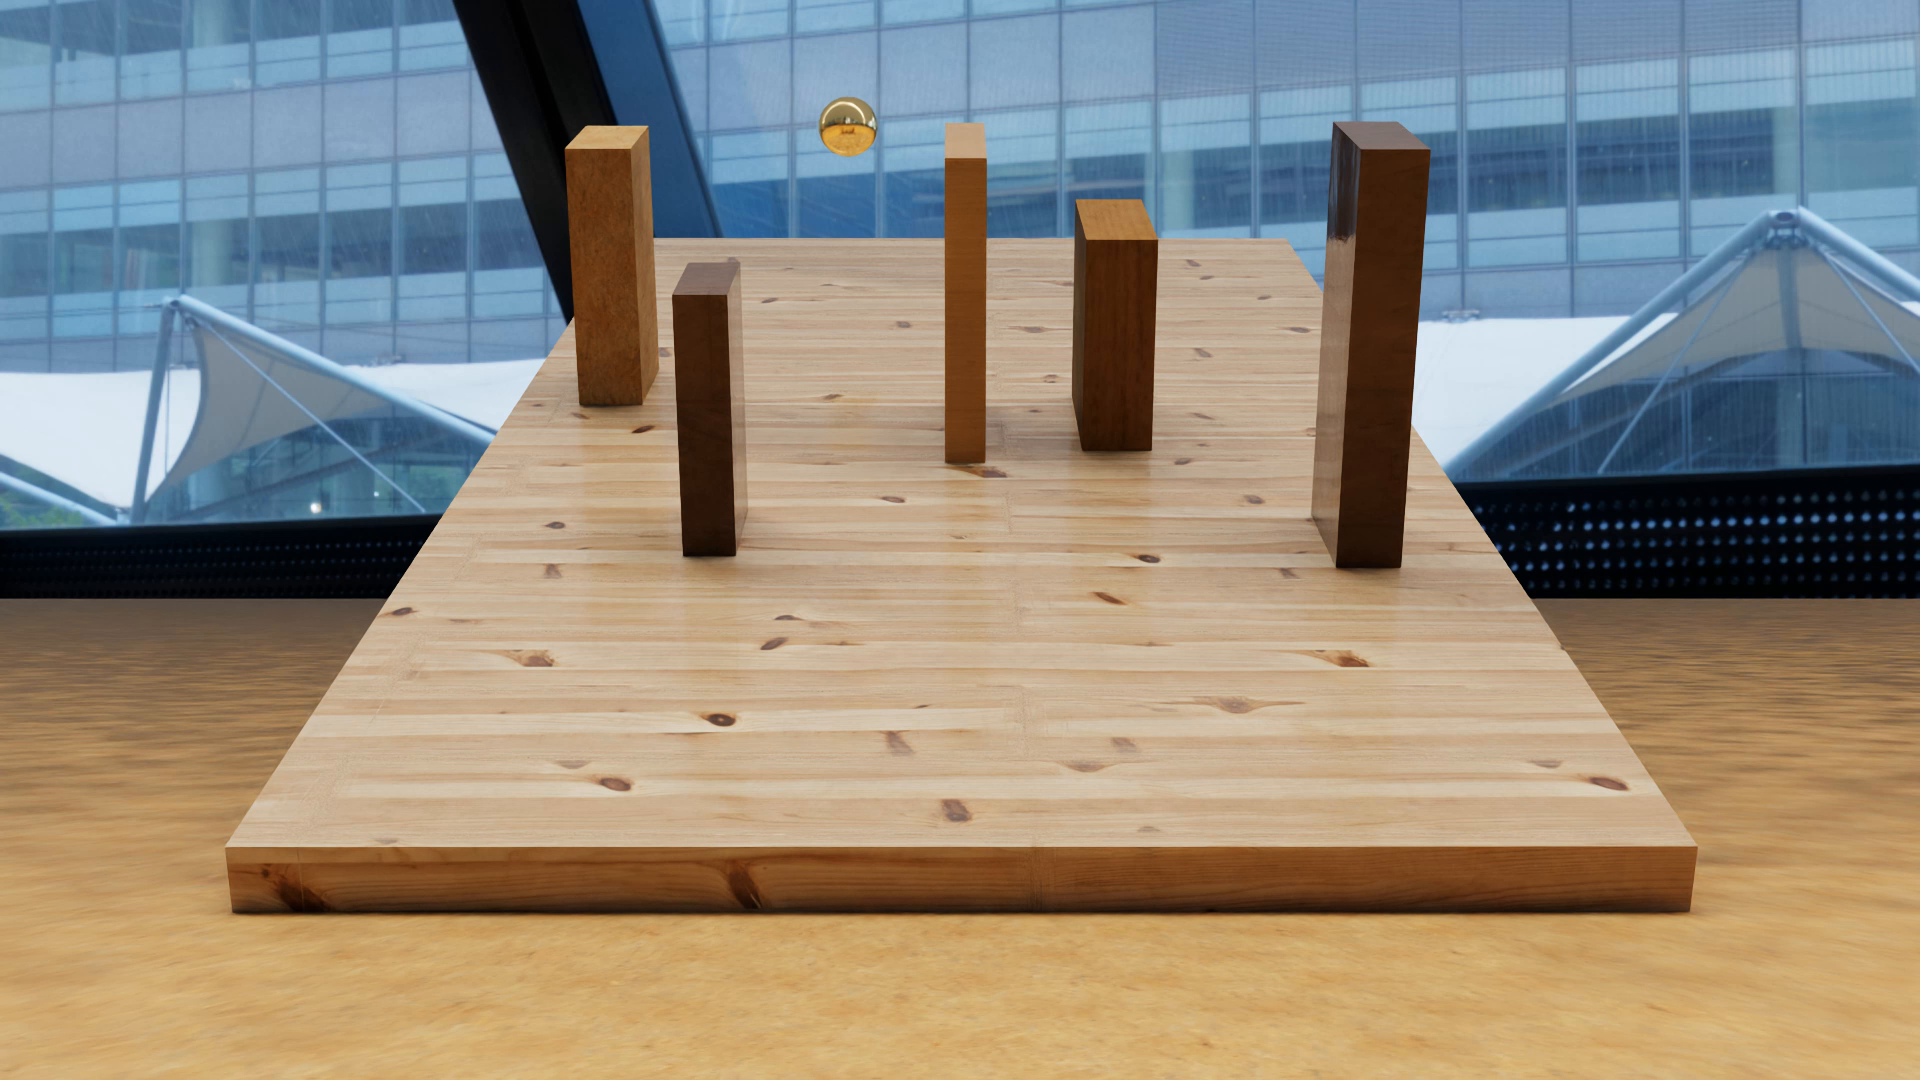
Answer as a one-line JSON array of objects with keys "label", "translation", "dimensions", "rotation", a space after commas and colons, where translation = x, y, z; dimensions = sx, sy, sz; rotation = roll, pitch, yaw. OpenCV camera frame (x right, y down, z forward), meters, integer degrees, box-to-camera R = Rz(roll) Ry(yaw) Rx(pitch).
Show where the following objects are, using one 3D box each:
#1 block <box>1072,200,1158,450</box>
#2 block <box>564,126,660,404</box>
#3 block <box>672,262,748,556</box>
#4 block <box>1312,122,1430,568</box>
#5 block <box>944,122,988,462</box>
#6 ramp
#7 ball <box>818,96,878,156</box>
[{"label": "block", "translation": [0.332, -0.475, 4.915], "dimensions": [0.148, 0.453, 0.437], "rotation": [0, 19, 0]}, {"label": "block", "translation": [-0.790, -0.631, 5.161], "dimensions": [0.143, 0.579, 0.311], "rotation": [0, 19, 0]}, {"label": "block", "translation": [-0.462, -0.246, 4.203], "dimensions": [0.098, 0.492, 0.264], "rotation": [0, 19, 0]}, {"label": "block", "translation": [0.743, -0.358, 4.121], "dimensions": [0.119, 0.761, 0.300], "rotation": [0, 19, 0]}, {"label": "block", "translation": [0.010, -0.534, 4.807], "dimensions": [0.084, 0.635, 0.444], "rotation": [0, 19, 0]}, {"label": "ramp", "translation": [-0.005, -0.202, 4.968], "dimensions": [2.000, 0.100, 4.000], "rotation": [0, 19, 0]}, {"label": "ball", "translation": [-0.317, -1.171, 6.393], "dimensions": [0.168, 0.168, 0.168], "rotation": [0, -1, 0]}]
